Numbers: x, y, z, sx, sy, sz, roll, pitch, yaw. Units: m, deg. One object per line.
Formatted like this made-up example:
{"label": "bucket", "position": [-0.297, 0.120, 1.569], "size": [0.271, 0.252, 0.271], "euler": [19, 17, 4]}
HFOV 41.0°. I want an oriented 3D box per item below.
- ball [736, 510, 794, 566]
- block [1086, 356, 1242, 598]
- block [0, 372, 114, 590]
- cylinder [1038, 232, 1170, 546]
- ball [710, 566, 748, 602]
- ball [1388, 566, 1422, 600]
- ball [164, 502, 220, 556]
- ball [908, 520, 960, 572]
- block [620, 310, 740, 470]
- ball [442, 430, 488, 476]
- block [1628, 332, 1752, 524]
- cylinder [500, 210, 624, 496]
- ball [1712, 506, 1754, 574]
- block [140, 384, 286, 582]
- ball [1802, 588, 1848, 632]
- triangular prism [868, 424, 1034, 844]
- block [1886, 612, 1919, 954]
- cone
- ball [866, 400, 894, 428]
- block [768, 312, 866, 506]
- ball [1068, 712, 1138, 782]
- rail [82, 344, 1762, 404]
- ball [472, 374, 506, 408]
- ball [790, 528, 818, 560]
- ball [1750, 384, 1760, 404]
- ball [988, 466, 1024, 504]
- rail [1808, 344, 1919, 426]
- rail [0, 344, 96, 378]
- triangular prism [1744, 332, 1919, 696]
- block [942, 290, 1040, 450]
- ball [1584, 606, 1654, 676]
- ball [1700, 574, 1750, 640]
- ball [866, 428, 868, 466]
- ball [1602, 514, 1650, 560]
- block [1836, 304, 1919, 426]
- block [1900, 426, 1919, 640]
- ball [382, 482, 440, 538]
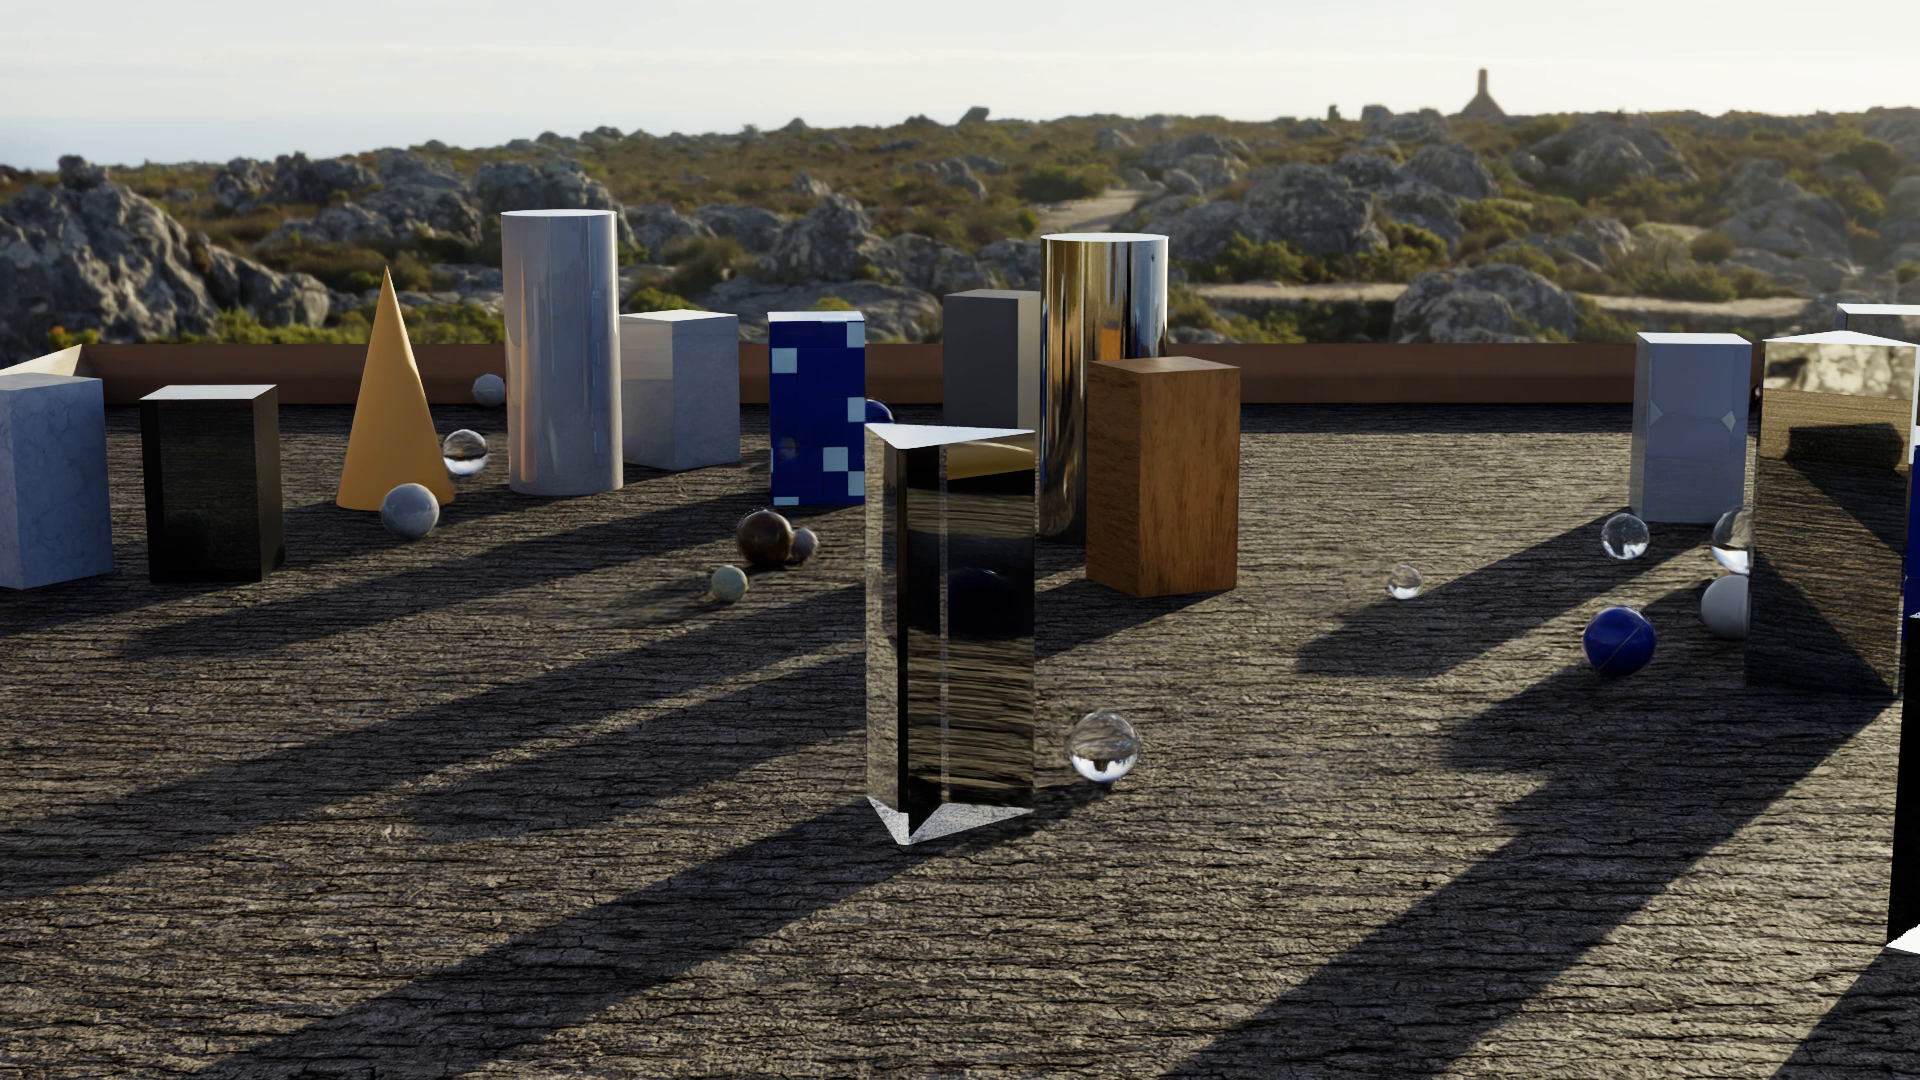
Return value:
{"label": "ball", "position": [-0.286, -0.002, 3.769], "size": [0.083, 0.083, 0.083], "euler": [0, 10, 0]}
{"label": "block", "position": [0.286, -0.093, 3.626], "size": [0.158, 0.313, 0.158], "euler": [-5, 12, -24]}
{"label": "block", "position": [-1.342, -0.089, 3.690], "size": [0.158, 0.282, 0.158], "euler": [7, 12, 32]}
{"label": "cylinder", "position": [0.222, -0.236, 3.979], "size": [0.197, 0.466, 0.197], "euler": [0, 10, 0]}
{"label": "ball", "position": [-0.317, 0.061, 3.519], "size": [0.051, 0.051, 0.051], "euler": [0, 10, 0]}
{"label": "ball", "position": [0.614, 0.059, 3.536], "size": [0.047, 0.047, 0.047], "euler": [0, 10, 0]}
{"label": "ball", "position": [-1.152, -0.016, 3.851], "size": [0.080, 0.080, 0.080], "euler": [0, 10, 0]}
{"label": "ball", "position": [-0.038, 0.009, 3.726], "size": [0.077, 0.077, 0.077], "euler": [0, 10, 0]}
{"label": "block", "position": [-0.520, -0.280, 4.751], "size": [0.158, 0.272, 0.158], "euler": [10, 14, 43]}
{"label": "ball", "position": [-0.888, -0.157, 4.604], "size": [0.083, 0.083, 0.083], "euler": [0, 10, 0]}
{"label": "block", "position": [1.189, -0.184, 4.185], "size": [0.158, 0.290, 0.158], "euler": [1, 11, 7]}
{"label": "cylinder", "position": [-0.689, -0.328, 4.448], "size": [0.197, 0.476, 0.197], "euler": [0, 10, 0]}
{"label": "ball", "position": [1.138, 0.001, 3.710], "size": [0.099, 0.099, 0.099], "euler": [0, 10, 0]}
{"label": "block", "position": [-1.080, -0.084, 3.714], "size": [0.158, 0.263, 0.158], "euler": [0, 11, -3]}
{"label": "ball", "position": [1.125, 0.092, 3.334], "size": [0.057, 0.057, 0.057], "euler": [0, 10, 0]}
{"label": "triangular prism", "position": [-0.041, 0.082, 2.503], "size": [0.171, 0.379, 0.148], "euler": [-9, 14, -42]}
{"label": "block", "position": [0.887, 0.200, 2.130], "size": [0.158, 0.282, 0.158], "euler": [9, 14, 40]}
{"label": "cone", "position": [-0.955, -0.263, 4.307], "size": [0.197, 0.400, 0.197], "euler": [0, 10, 0]}
{"label": "ball", "position": [-0.174, -0.228, 4.974], "size": [0.088, 0.088, 0.088], "euler": [0, 10, 0]}
{"label": "block", "position": [-0.244, -0.226, 4.354], "size": [0.158, 0.309, 0.158], "euler": [-1, 11, -5]}
{"label": "ball", "position": [0.147, 0.212, 2.637], "size": [0.073, 0.073, 0.073], "euler": [0, 10, 0]}
{"label": "rail", "position": [-0.012, -0.359, 5.565], "size": [3.791, 0.128, 0.045], "euler": [0, 10, 0]}
{"label": "ball", "position": [-1.012, -0.321, 5.516], "size": [0.073, 0.073, 0.073], "euler": [0, 10, 0]}
{"label": "ball", "position": [-0.236, 0.005, 3.829], "size": [0.046, 0.046, 0.046], "euler": [0, 10, 0]}
{"label": "ball", "position": [1.737, -0.315, 5.560], "size": [0.045, 0.045, 0.045], "euler": [0, 10, 0]}
{"label": "ball", "position": [0.077, -0.093, 4.318], "size": [0.061, 0.061, 0.061], "euler": [0, 10, 0]}
{"label": "rail", "position": [1.872, 0.031, 3.459], "size": [0.045, 0.128, 4.352], "euler": [0, 10, 0]}
{"label": "rail", "position": [-1.872, 0.035, 3.438], "size": [0.045, 0.128, 4.352], "euler": [0, 10, 0]}
{"label": "triangular prism", "position": [1.039, -0.037, 3.057], "size": [0.171, 0.411, 0.148], "euler": [4, 11, 20]}
{"label": "block", "position": [0.073, -0.324, 4.923], "size": [0.158, 0.296, 0.158], "euler": [5, 12, 26]}
{"label": "ball", "position": [0.795, 0.122, 3.096], "size": [0.084, 0.084, 0.084], "euler": [0, 10, 0]}
{"label": "ball", "position": [0.992, 0.087, 3.283], "size": [0.085, 0.085, 0.085], "euler": [0, 10, 0]}
{"label": "ball", "position": [-0.157, -0.171, 4.704], "size": [0.074, 0.074, 0.074], "euler": [0, 10, 0]}
{"label": "ball", "position": [0.991, -0.005, 3.822], "size": [0.069, 0.069, 0.069], "euler": [0, 10, 0]}
{"label": "block", "position": [1.444, -0.181, 3.989], "size": [0.158, 0.355, 0.158], "euler": [2, 11, 13]}
{"label": "block", "position": [1.226, -0.013, 3.360], "size": [0.158, 0.253, 0.158], "euler": [-5, 12, -24]}
{"label": "ball", "position": [-0.855, -0.045, 3.991], "size": [0.087, 0.087, 0.087], "euler": [0, 10, 0]}
